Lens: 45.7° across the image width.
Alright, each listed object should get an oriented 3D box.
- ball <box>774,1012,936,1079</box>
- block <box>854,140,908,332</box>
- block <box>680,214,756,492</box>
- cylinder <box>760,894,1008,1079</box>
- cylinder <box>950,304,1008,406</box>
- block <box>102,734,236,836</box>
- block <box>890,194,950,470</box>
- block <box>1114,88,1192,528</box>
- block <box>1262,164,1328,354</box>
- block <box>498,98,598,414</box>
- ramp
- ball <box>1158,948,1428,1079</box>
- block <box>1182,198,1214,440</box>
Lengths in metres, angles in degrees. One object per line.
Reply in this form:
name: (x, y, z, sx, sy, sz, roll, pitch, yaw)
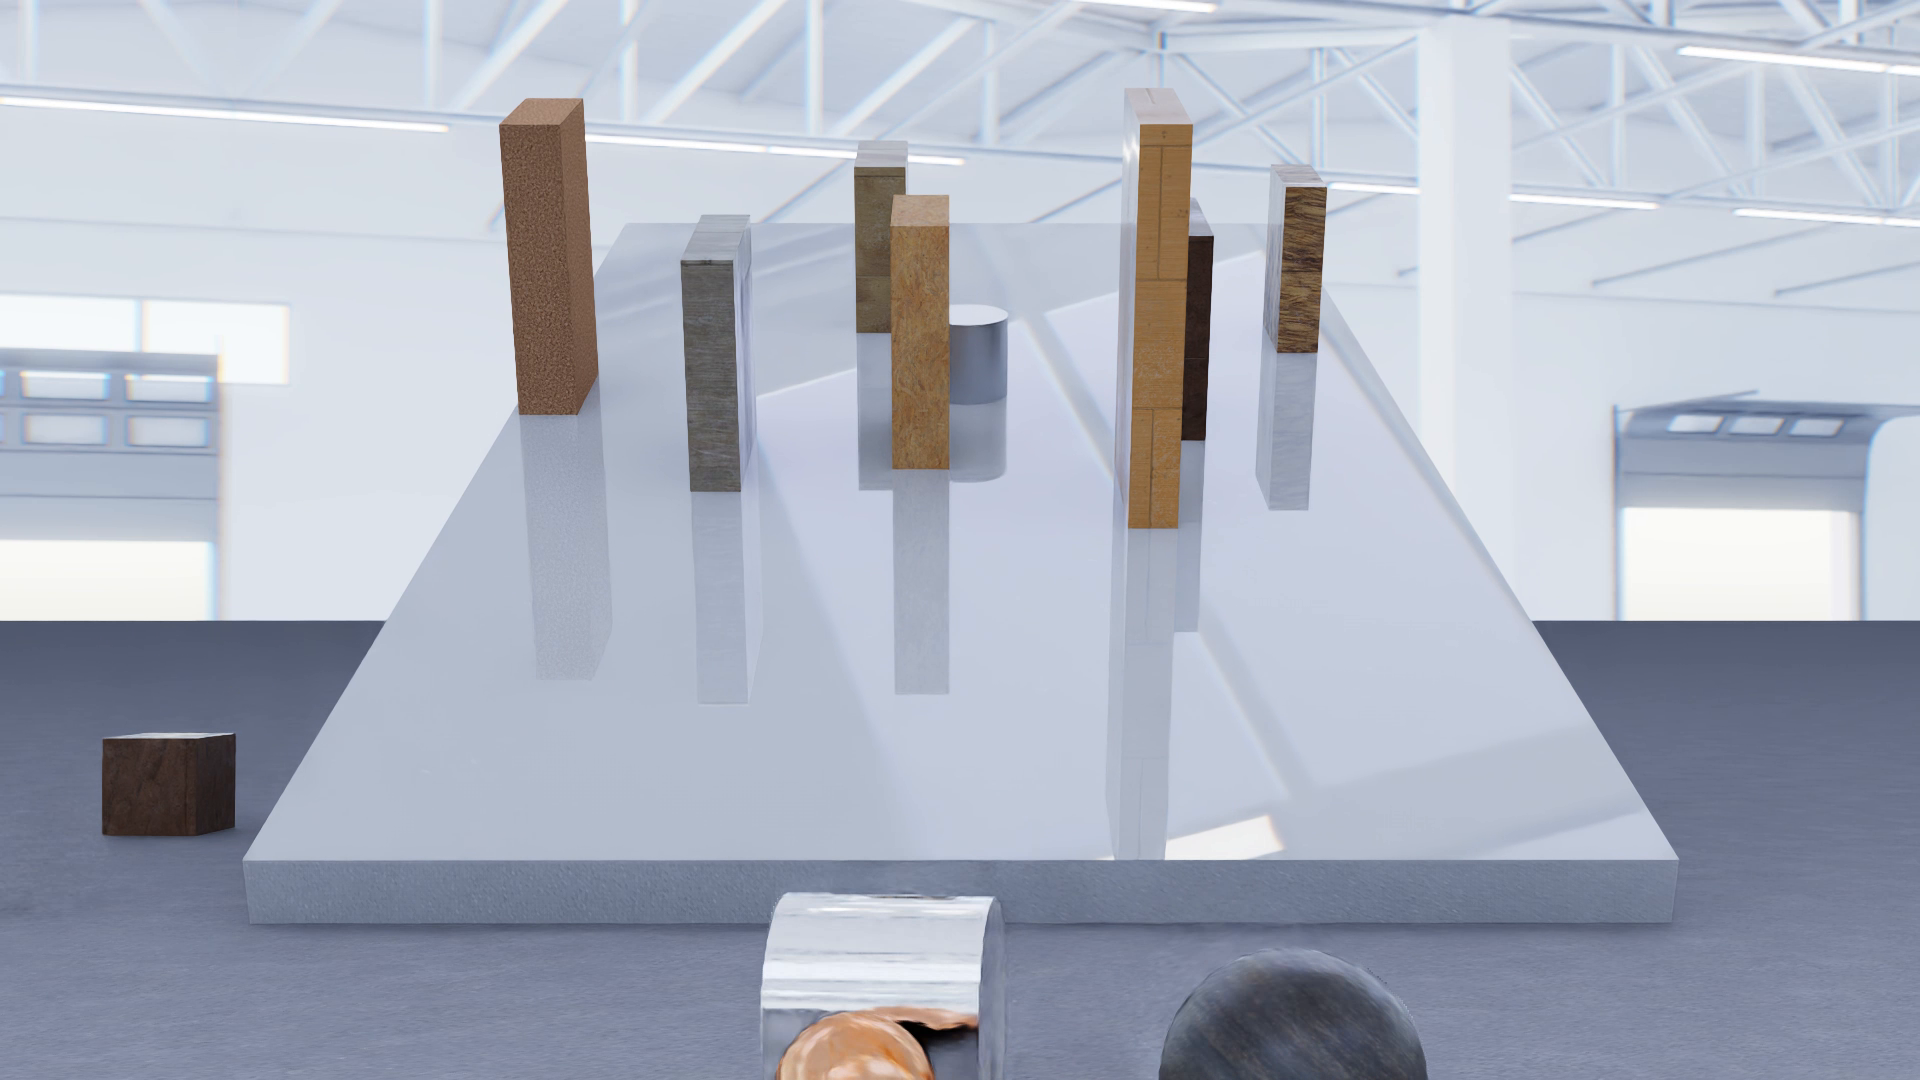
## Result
ball: (-0.081, 0.428, 1.755, 0.127, 0.127, 0.127, 0, -2, 0)
block: (-0.198, -0.781, 5.828, 0.127, 0.421, 0.348, 0, 21, 0)
block: (-0.496, -0.394, 4.716, 0.103, 0.479, 0.407, 0, 21, 0)
cylinder: (-0.062, 0.399, 1.968, 0.183, 0.183, 0.183, 0, -2, 9)
cylinder: (0.016, -0.426, 5.219, 0.187, 0.187, 0.187, 0, 21, 0)
block: (-1.582, 0.488, 4.559, 0.191, 0.191, 0.191, 0, -2, 5)
block: (-0.082, -0.441, 4.793, 0.118, 0.515, 0.301, 0, 21, 0)
block: (0.374, -0.459, 4.460, 0.096, 0.784, 0.397, 0, 21, 0)
block: (0.826, -0.699, 5.630, 0.099, 0.411, 0.276, 0, 21, 0)
block: (-0.922, -0.642, 5.132, 0.131, 0.650, 0.331, 0, 21, 0)
ramp: (-0.005, -0.212, 5.057, 2.000, 0.100, 4.000, 0, 21, 0)
ball: (0.240, 0.392, 1.640, 0.193, 0.193, 0.193, 0, -2, 0)
block: (0.487, -0.494, 5.026, 0.089, 0.451, 0.383, 0, 21, 0)
